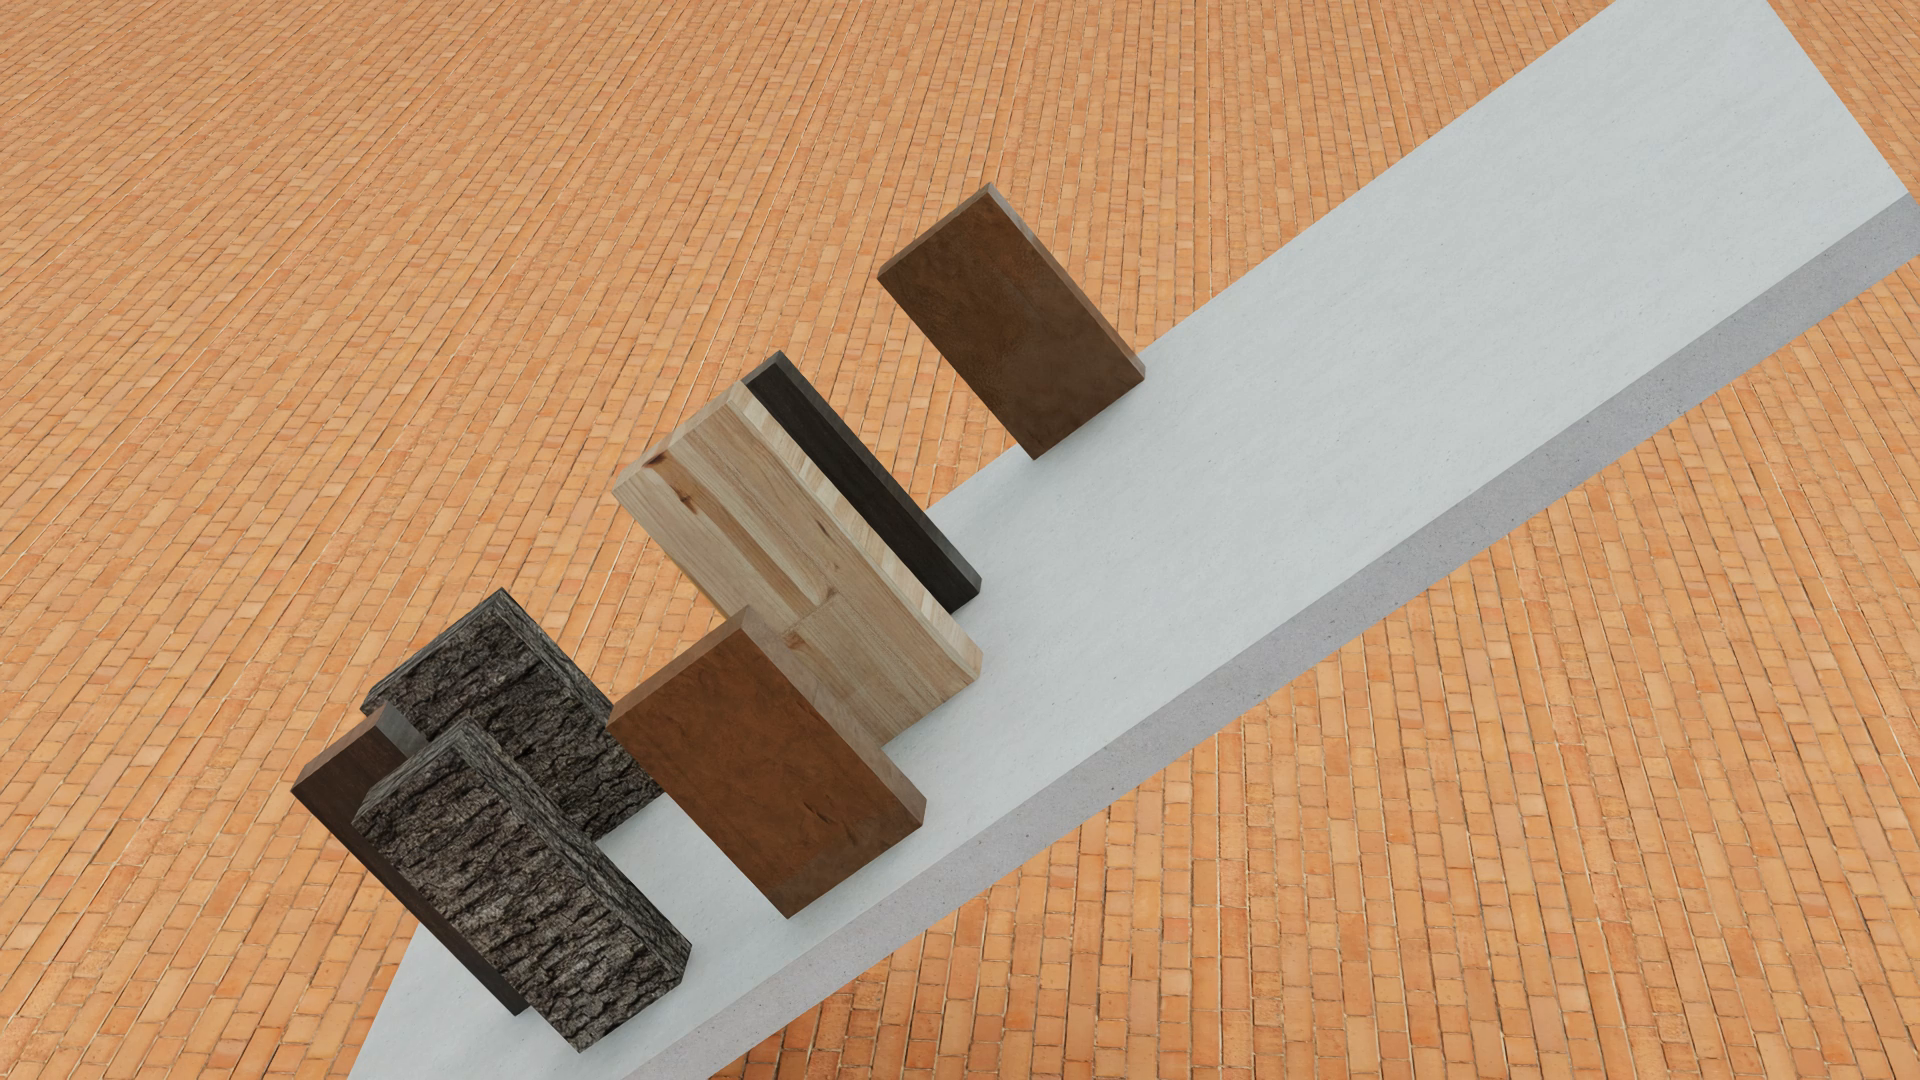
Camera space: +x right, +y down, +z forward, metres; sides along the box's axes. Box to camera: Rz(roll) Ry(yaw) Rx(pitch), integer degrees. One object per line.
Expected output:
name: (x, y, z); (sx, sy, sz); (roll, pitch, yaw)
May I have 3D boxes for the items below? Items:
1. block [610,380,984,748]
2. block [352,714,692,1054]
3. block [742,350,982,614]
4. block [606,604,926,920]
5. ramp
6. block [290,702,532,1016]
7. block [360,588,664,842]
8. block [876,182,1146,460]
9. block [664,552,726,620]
block: (-0.330, 0.071, 6.079); (0.330, 0.781, 0.115); (-36, 16, 18)
block: (-0.873, 0.693, 5.899); (0.279, 0.670, 0.144); (-36, 16, 18)
block: (-0.284, -0.068, 6.508); (0.287, 0.694, 0.082); (-36, 16, 18)
block: (-0.370, 0.432, 5.668); (0.347, 0.531, 0.104); (-36, 16, 18)
ramp: (0.119, 0.186, 6.344); (4.000, 0.100, 2.000); (-36, 16, 18)
block: (-1.097, 0.694, 6.359); (0.258, 0.707, 0.114); (-36, 16, 18)
block: (-1.056, 0.475, 7.028); (0.436, 0.611, 0.115); (-36, 16, 18)
block: (0.123, -0.512, 6.939); (0.338, 0.584, 0.087); (-36, 16, 18)
block: (-0.436, 0.075, 6.977); (0.312, 0.428, 0.113); (-36, 16, 18)
